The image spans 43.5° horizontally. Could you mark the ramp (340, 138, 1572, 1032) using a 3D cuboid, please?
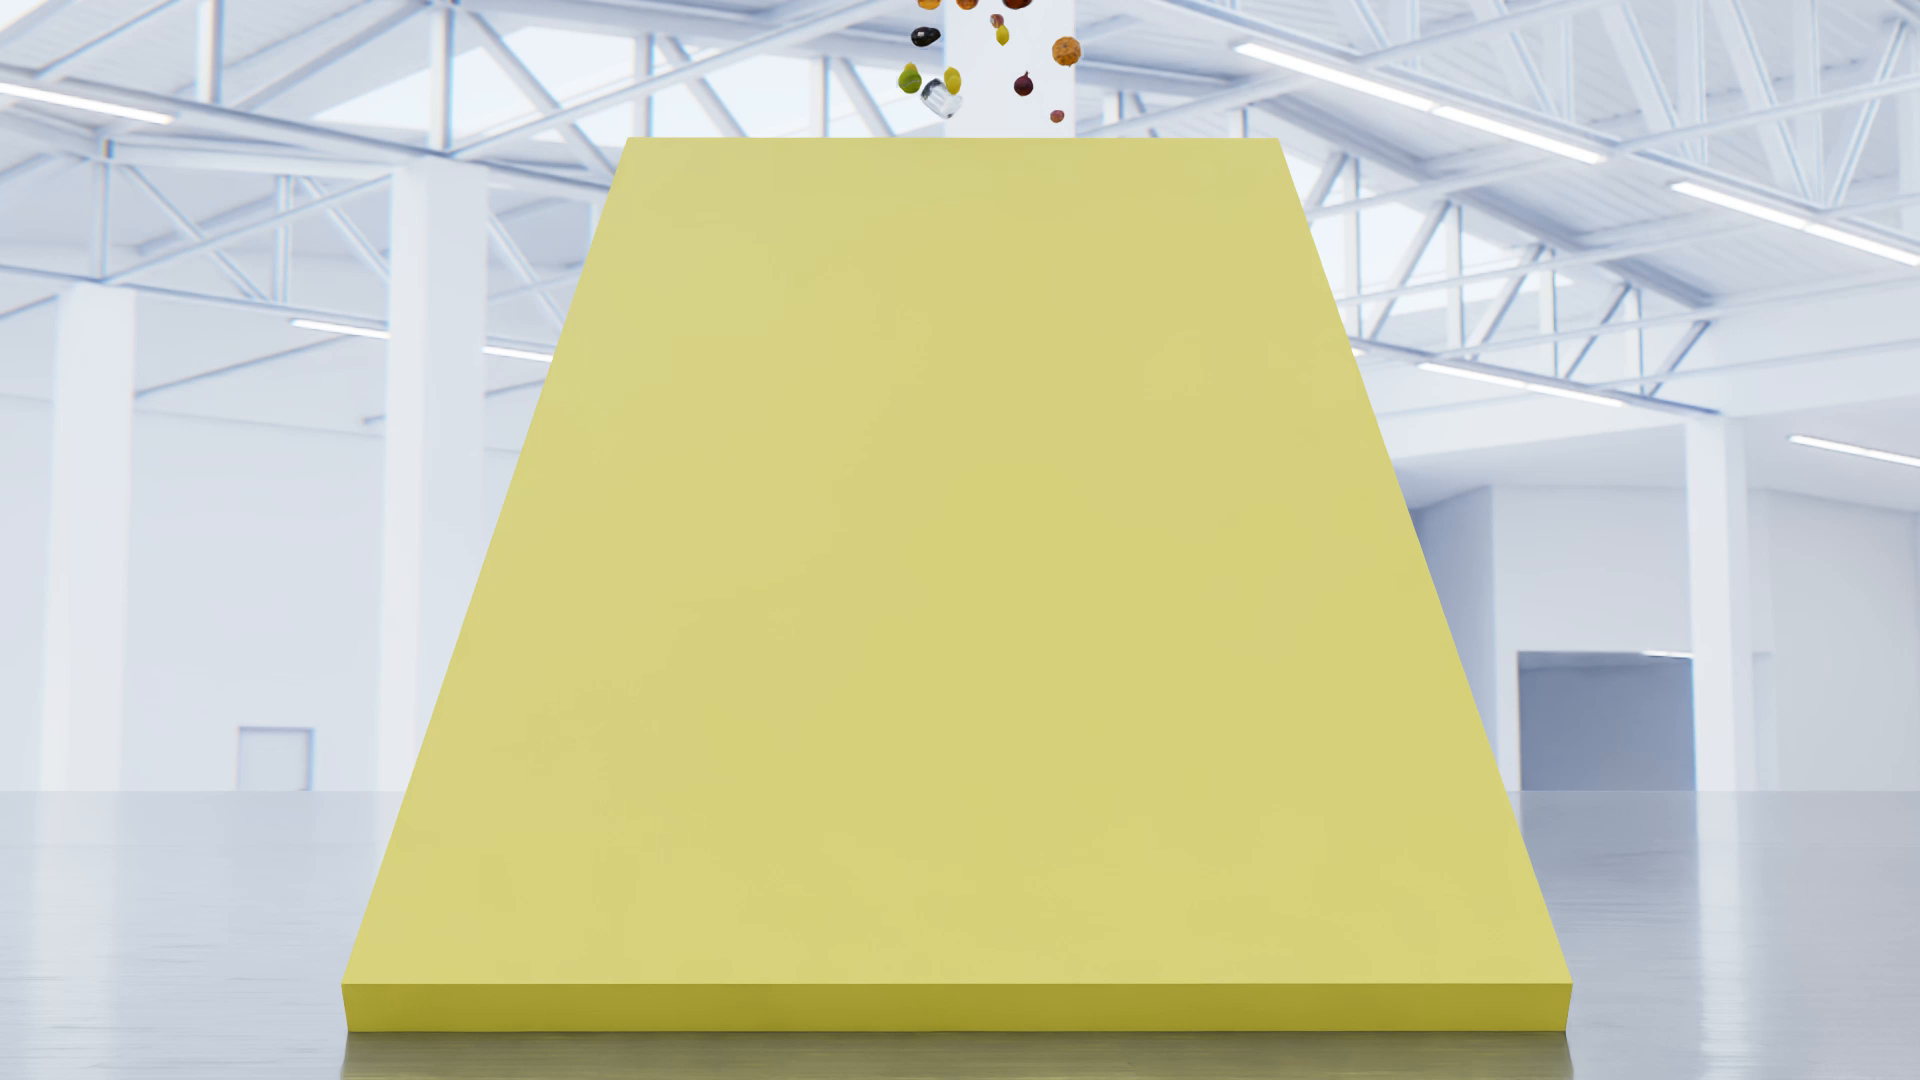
[{"bbox_3d":[-0.012,-0.215,5.672,2.000,0.100,4.000,0,29,0],"label":"ramp"}]

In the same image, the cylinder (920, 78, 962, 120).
[{"bbox_3d":[-0.056,-1.311,7.155,0.088,0.088,0.088,42,14,24],"label":"cylinder"}]
